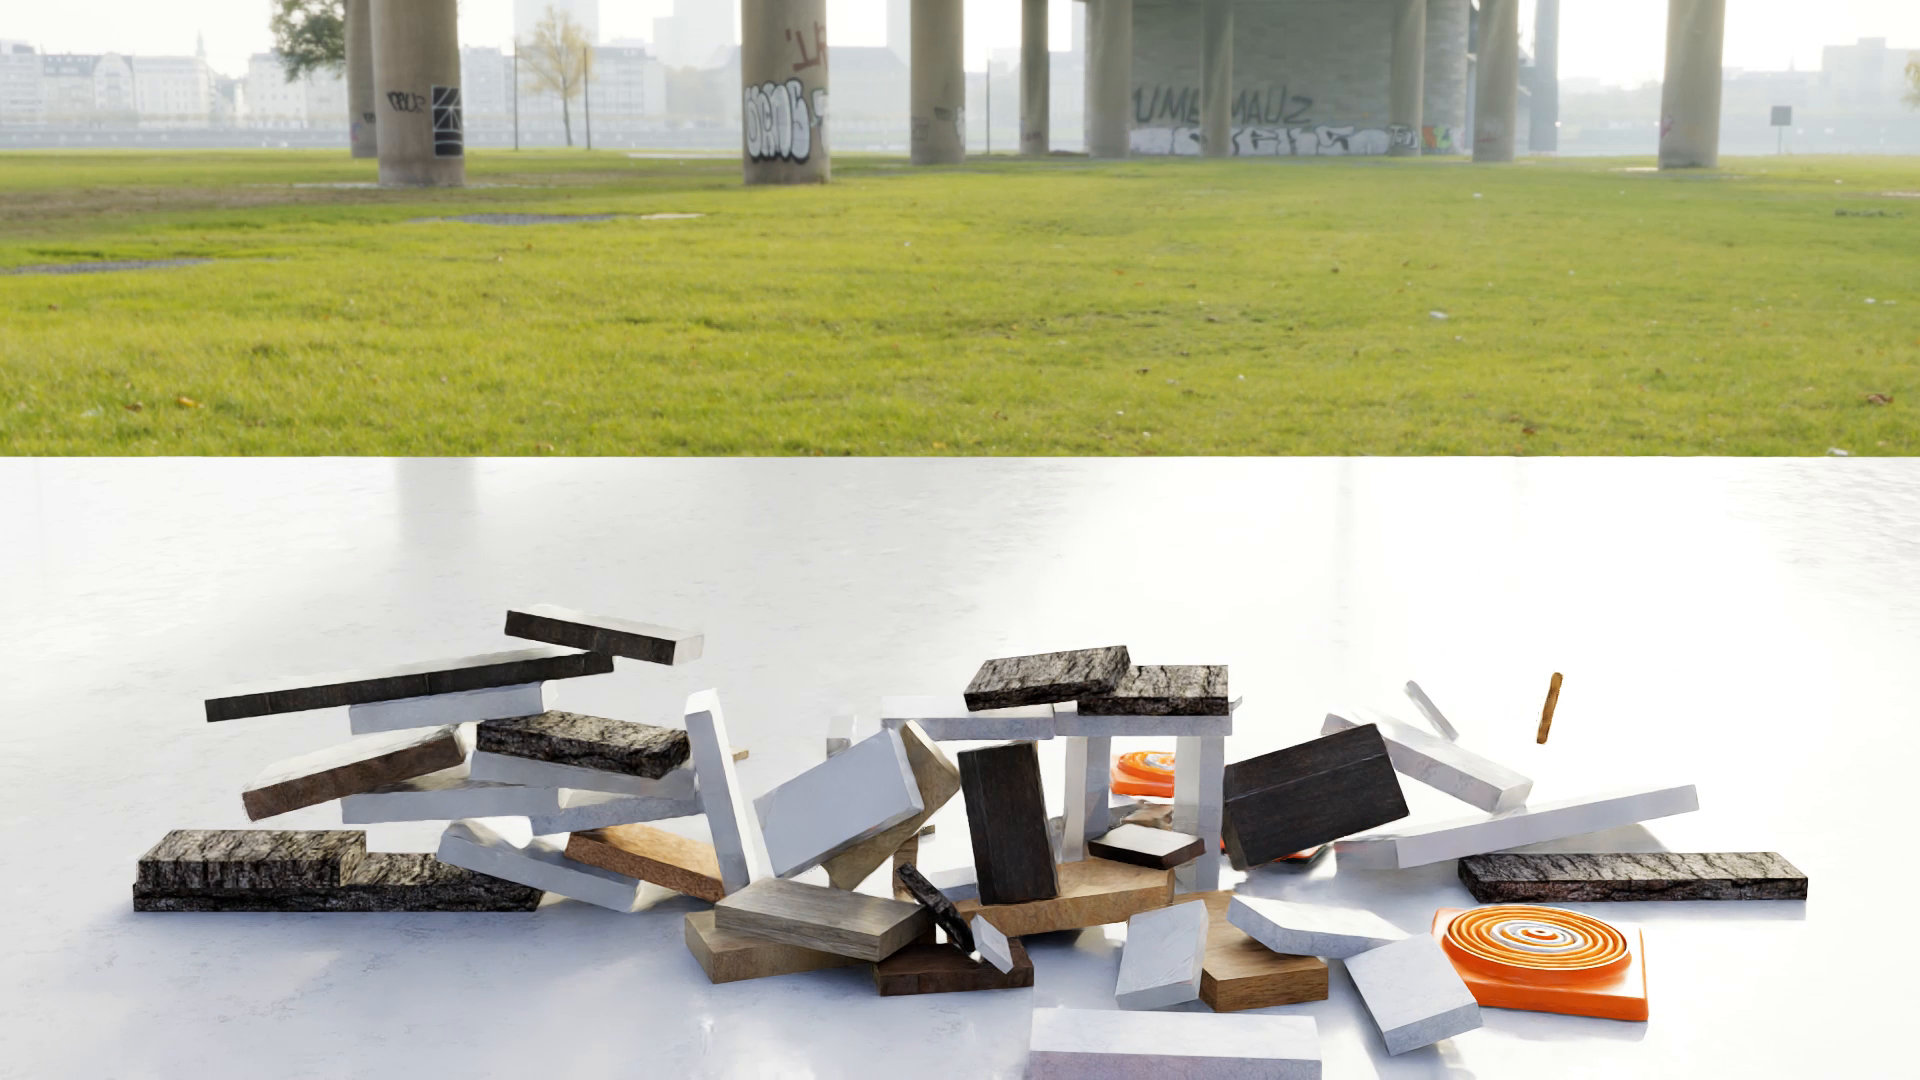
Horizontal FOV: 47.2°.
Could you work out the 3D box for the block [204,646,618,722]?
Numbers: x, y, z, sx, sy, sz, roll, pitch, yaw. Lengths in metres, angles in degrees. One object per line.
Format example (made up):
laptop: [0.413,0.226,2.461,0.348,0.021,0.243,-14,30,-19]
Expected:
block: [-0.892,0.229,3.611,0.648,0.038,0.134,-7,6,-6]

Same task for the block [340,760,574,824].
block: [-0.823,0.411,3.634,0.351,0.050,0.175,-3,10,0]

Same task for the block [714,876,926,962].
block: [-0.213,0.576,3.356,0.290,0.041,0.145,5,12,28]

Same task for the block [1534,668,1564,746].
block: [1.088,0.307,4.058,0.020,0.138,0.069,14,7,12]

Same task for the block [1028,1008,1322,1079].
block: [0.292,0.693,3.003,0.389,0.041,0.145,1,11,4]

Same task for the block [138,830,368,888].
block: [-1.165,0.526,3.635,0.326,0.046,0.163,0,11,0]

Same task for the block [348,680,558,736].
block: [-0.824,0.265,3.590,0.308,0.044,0.154,-6,6,-2]

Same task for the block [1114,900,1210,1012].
block: [0.301,0.614,3.250,0.115,0.033,0.230,-16,16,16]

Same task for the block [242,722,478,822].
block: [-0.979,0.368,3.607,0.351,0.050,0.176,-15,10,-1]

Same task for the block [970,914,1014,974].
block: [0.047,0.602,3.282,0.059,0.017,0.118,41,6,-10]

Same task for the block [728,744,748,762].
block: [-0.494,0.440,4.432,0.059,0.017,0.133,8,13,38]

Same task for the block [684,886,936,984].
block: [-0.233,0.611,3.417,0.354,0.050,0.177,-4,11,-20]

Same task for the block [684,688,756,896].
block: [-0.385,0.407,3.544,0.044,0.308,0.154,-12,9,-2]

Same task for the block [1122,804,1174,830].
block: [0.344,0.493,3.917,0.069,0.020,0.138,-6,3,23]

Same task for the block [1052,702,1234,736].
block: [0.296,0.284,3.621,0.288,0.041,0.144,0,10,-1]

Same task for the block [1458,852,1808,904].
block: [1.127,0.566,3.695,0.548,0.038,0.135,0,11,-2]

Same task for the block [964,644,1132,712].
block: [0.142,0.225,3.575,0.250,0.034,0.121,-8,21,24]

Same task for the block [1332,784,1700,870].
block: [0.984,0.502,3.866,0.680,0.050,0.175,-6,-6,-27]

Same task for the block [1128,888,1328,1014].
block: [0.403,0.622,3.357,0.177,0.050,0.354,-3,11,-17]

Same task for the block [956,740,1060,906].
block: [0.076,0.440,3.424,0.121,0.241,0.034,-9,1,13]

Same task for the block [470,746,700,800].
block: [-0.604,0.361,3.608,0.359,0.050,0.175,6,10,-1]

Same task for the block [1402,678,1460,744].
block: [0.886,0.325,4.133,0.020,0.138,0.069,-38,-15,-2]

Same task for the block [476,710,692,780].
block: [-0.603,0.324,3.541,0.308,0.044,0.154,8,9,11]

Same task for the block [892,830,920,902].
block: [-0.087,0.451,3.647,0.040,0.280,0.140,3,11,0]

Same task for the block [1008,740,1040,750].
block: [0.100,0.450,3.651,0.040,0.280,0.140,2,10,-2]

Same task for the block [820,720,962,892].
block: [-0.127,0.426,3.496,0.134,0.268,0.038,48,16,9]

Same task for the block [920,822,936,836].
block: [-0.104,0.517,4.014,0.059,0.017,0.118,-8,13,-38]

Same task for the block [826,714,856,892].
block: [-0.195,0.448,3.646,0.041,0.287,0.144,-1,11,0]

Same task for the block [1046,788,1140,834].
block: [0.197,0.489,3.963,0.230,0.033,0.115,-5,12,-27]

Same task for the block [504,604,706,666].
block: [-0.579,0.154,3.592,0.290,0.041,0.145,10,4,11]

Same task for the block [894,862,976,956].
block: [-0.034,0.563,3.366,0.026,0.090,0.181,-38,24,-11]

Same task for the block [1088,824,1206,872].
block: [0.299,0.494,3.537,0.090,0.026,0.181,-17,11,-35]

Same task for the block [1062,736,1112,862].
block: [0.210,0.442,3.672,0.041,0.288,0.144,0,10,-11]

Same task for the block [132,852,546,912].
block: [-1.019,0.568,3.659,0.654,0.046,0.163,0,11,0]

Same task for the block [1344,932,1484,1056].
block: [0.645,0.646,3.148,0.135,0.038,0.270,-19,11,2]

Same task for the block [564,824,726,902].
block: [-0.503,0.528,3.666,0.287,0.041,0.144,17,11,-1]

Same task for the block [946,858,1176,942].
block: [0.160,0.565,3.493,0.354,0.050,0.177,-9,9,9]

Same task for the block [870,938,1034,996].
block: [-0.013,0.641,3.303,0.230,0.033,0.115,-2,11,-10]

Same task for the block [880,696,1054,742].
block: [0.011,0.293,3.621,0.280,0.040,0.140,0,11,-1]

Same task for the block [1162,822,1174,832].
block: [0.415,0.508,3.949,0.204,0.029,0.102,-9,2,-29]

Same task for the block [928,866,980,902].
block: [0.041,0.544,3.518,0.181,0.026,0.090,-10,9,3]

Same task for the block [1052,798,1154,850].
block: [0.262,0.515,3.991,0.250,0.029,0.102,-7,13,-33]

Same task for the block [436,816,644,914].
block: [-0.685,0.526,3.640,0.326,0.046,0.163,16,10,-2]

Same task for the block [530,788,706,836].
block: [-0.562,0.434,3.659,0.287,0.041,0.144,-7,10,-2]

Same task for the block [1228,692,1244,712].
block: [0.399,0.260,3.599,0.116,0.016,0.058,5,11,22]

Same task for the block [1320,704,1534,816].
block: [0.850,0.397,4.006,0.351,0.050,0.175,24,13,30]

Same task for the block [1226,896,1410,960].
block: [0.553,0.594,3.341,0.270,0.038,0.135,11,7,-29]

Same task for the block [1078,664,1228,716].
block: [0.314,0.243,3.566,0.241,0.034,0.121,-1,22,7]

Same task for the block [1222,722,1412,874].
block: [0.602,0.444,3.820,0.351,0.176,0.050,-13,-13,-27]

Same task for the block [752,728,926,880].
block: [-0.193,0.416,3.457,0.268,0.134,0.038,-29,-26,20]

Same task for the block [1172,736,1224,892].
block: [0.399,0.439,3.689,0.041,0.288,0.144,-1,11,-10]
